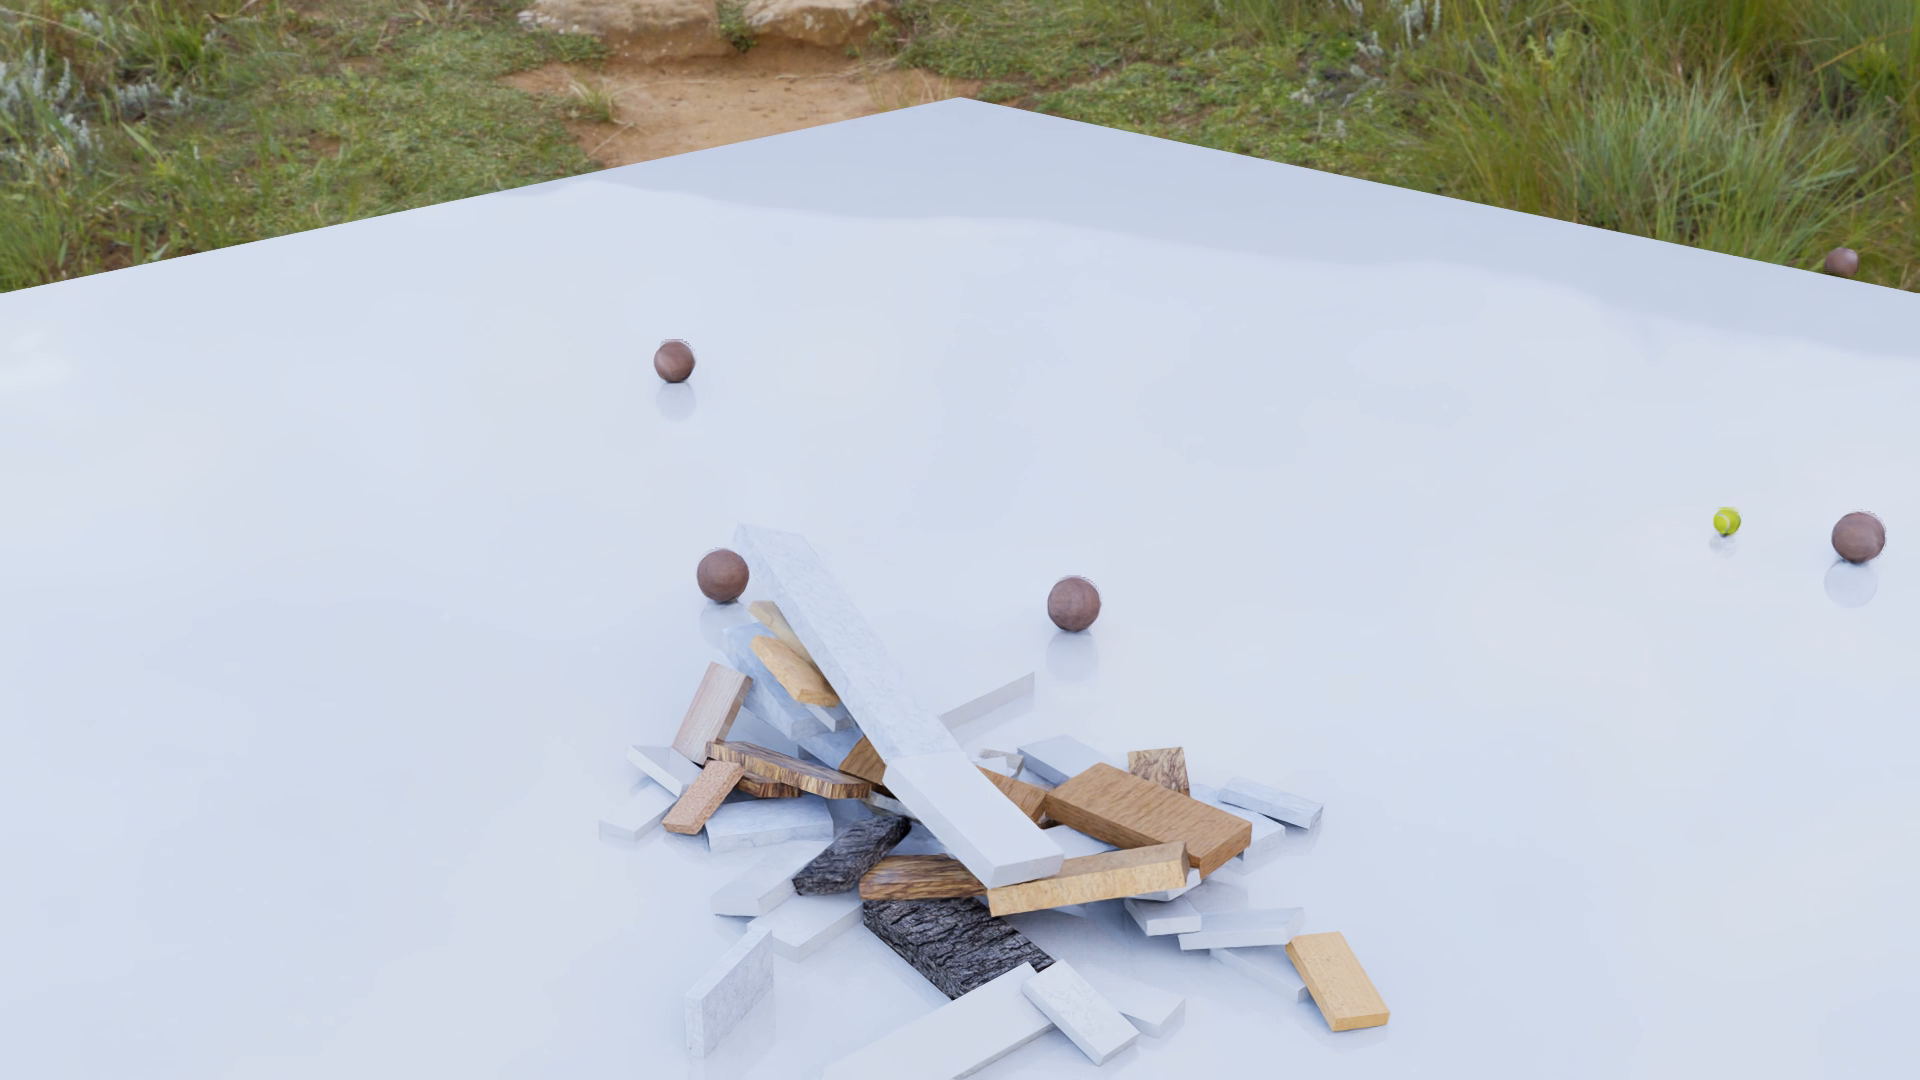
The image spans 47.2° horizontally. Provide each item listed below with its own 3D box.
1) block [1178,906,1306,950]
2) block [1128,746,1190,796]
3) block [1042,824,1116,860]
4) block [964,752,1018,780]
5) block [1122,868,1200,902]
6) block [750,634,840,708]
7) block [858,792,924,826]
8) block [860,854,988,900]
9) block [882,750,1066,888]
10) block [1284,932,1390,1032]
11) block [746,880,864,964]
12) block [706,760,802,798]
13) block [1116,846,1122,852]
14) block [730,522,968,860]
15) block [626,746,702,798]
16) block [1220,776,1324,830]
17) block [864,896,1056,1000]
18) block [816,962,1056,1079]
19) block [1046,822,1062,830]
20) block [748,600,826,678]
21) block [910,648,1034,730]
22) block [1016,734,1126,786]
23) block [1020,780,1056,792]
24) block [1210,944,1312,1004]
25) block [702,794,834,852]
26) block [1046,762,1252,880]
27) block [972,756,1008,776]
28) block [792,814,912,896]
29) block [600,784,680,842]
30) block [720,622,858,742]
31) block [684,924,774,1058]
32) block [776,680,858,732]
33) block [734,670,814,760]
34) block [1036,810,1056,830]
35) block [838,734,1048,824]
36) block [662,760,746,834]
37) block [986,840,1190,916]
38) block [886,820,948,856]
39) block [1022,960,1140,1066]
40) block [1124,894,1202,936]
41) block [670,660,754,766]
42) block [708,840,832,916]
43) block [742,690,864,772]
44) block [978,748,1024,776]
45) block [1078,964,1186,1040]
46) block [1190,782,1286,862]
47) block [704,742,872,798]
[{"bbox_3d":[0.508,0.699,3.961,0.206,0.029,0.103,-9,8,29],"label":"block"},{"bbox_3d":[0.407,0.487,4.515,0.117,0.033,0.234,-6,15,4],"label":"block"},{"bbox_3d":[0.190,0.599,4.247,0.202,0.029,0.101,-11,34,-27],"label":"block"},{"bbox_3d":[0.015,0.479,4.481,0.184,0.026,0.092,16,42,28],"label":"block"},{"bbox_3d":[0.342,0.641,4.125,0.198,0.028,0.099,-4,10,44],"label":"block"},{"bbox_3d":[-0.342,0.271,4.559,0.105,0.030,0.210,14,21,-42],"label":"block"},{"bbox_3d":[-0.121,0.543,4.389,0.154,0.077,0.022,14,70,30],"label":"block"},{"bbox_3d":[-0.061,0.627,4.103,0.237,0.034,0.118,-3,16,7],"label":"block"},{"bbox_3d":[0.022,0.510,4.050,0.169,0.048,0.338,-4,32,-40],"label":"block"},{"bbox_3d":[0.659,0.770,3.849,0.103,0.029,0.206,-2,33,-18],"label":"block"},{"bbox_3d":[-0.266,0.695,4.079,0.123,0.035,0.246,17,28,34],"label":"block"},{"bbox_3d":[-0.422,0.487,4.488,0.104,0.030,0.209,5,4,-38],"label":"block"},{"bbox_3d":[0.376,0.600,4.310,0.101,0.029,0.202,-19,30,-38],"label":"block"},{"bbox_3d":[-0.188,0.287,4.528,0.169,0.048,1.184,13,23,-34],"label":"block"},{"bbox_3d":[-0.590,0.479,4.548,0.105,0.030,0.210,8,13,-42],"label":"block"},{"bbox_3d":[0.628,0.528,4.430,0.190,0.027,0.095,16,14,21],"label":"block"},{"bbox_3d":[-0.005,0.728,3.979,0.178,0.050,0.356,-15,27,-31],"label":"block"},{"bbox_3d":[-0.024,0.844,3.666,0.464,0.033,0.117,-19,56,-38],"label":"block"},{"bbox_3d":[0.252,0.553,4.421,0.101,0.029,0.202,13,26,28],"label":"block"},{"bbox_3d":[-0.281,0.249,4.622,0.414,0.025,0.087,38,22,31],"label":"block"},{"bbox_3d":[-0.011,0.341,4.895,0.169,0.048,0.338,21,31,40],"label":"block"},{"bbox_3d":[0.231,0.466,4.571,0.121,0.034,0.241,-12,17,-26],"label":"block"},{"bbox_3d":[0.133,0.538,4.464,0.077,0.022,0.154,8,24,19],"label":"block"},{"bbox_3d":[0.559,0.756,3.942,0.103,0.029,0.206,-19,30,-38],"label":"block"},{"bbox_3d":[-0.386,0.563,4.389,0.247,0.035,0.123,-6,24,-13],"label":"block"},{"bbox_3d":[0.365,0.542,4.272,0.363,0.050,0.178,19,28,36],"label":"block"},{"bbox_3d":[0.063,0.529,4.372,0.077,0.022,0.229,-10,43,4],"label":"block"},{"bbox_3d":[-0.203,0.595,4.161,0.118,0.034,0.237,-10,16,35],"label":"block"},{"bbox_3d":[-0.637,0.549,4.435,0.087,0.025,0.175,12,26,27],"label":"block"},{"bbox_3d":[-0.357,0.291,4.700,0.179,0.051,0.357,-10,36,-28],"label":"block"},{"bbox_3d":[-0.395,0.775,3.783,0.034,0.118,0.237,10,25,23],"label":"block"},{"bbox_3d":[-0.281,0.320,4.591,0.104,0.030,0.209,-18,40,-36],"label":"block"},{"bbox_3d":[-0.393,0.373,4.817,0.179,0.051,0.357,-19,29,-37],"label":"block"},{"bbox_3d":[0.154,0.553,4.362,0.118,0.017,0.059,-27,32,-21],"label":"block"},{"bbox_3d":[-0.035,0.490,4.398,0.431,0.034,0.121,17,51,30],"label":"block"},{"bbox_3d":[-0.514,0.515,4.404,0.087,0.025,0.175,-1,40,42],"label":"block"},{"bbox_3d":[0.239,0.623,4.050,0.356,0.050,0.178,-10,2,9],"label":"block"},{"bbox_3d":[-0.051,0.615,4.268,0.241,0.034,0.121,16,28,32],"label":"block"},{"bbox_3d":[0.205,0.804,3.750,0.095,0.027,0.190,-22,51,-41],"label":"block"},{"bbox_3d":[0.371,0.682,4.043,0.099,0.028,0.198,-4,6,-7],"label":"block"},{"bbox_3d":[-0.527,0.370,4.660,0.105,0.210,0.030,18,-12,36],"label":"block"},{"bbox_3d":[-0.349,0.639,4.164,0.123,0.035,0.246,-5,16,36],"label":"block"},{"bbox_3d":[-0.282,0.377,4.673,0.357,0.051,0.179,31,37,32],"label":"block"},{"bbox_3d":[0.057,0.501,4.489,0.092,0.026,0.184,9,39,20],"label":"block"},{"bbox_3d":[0.282,0.802,3.834,0.198,0.028,0.099,14,27,29],"label":"block"},{"bbox_3d":[0.522,0.561,4.396,0.117,0.033,0.234,-18,29,-36],"label":"block"},{"bbox_3d":[-0.355,0.467,4.484,0.104,0.030,0.407,5,5,-44],"label":"block"}]
